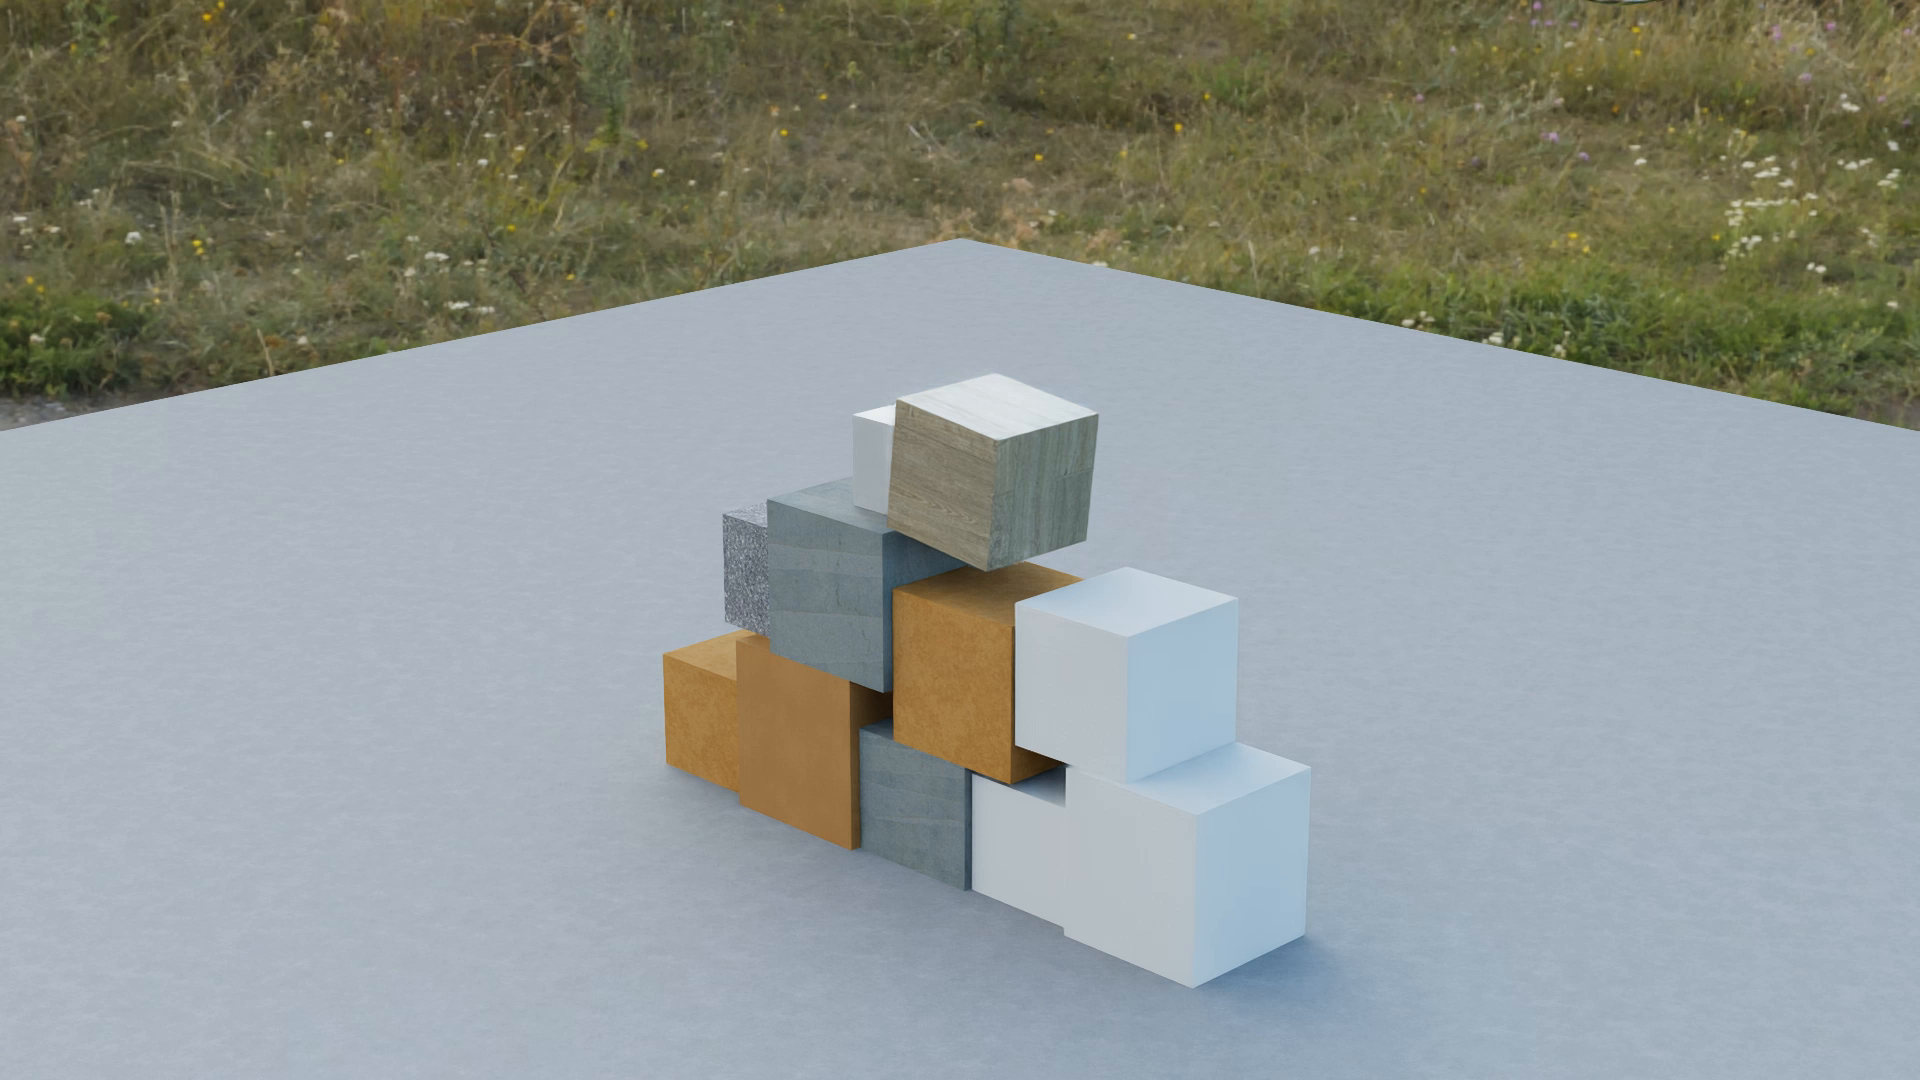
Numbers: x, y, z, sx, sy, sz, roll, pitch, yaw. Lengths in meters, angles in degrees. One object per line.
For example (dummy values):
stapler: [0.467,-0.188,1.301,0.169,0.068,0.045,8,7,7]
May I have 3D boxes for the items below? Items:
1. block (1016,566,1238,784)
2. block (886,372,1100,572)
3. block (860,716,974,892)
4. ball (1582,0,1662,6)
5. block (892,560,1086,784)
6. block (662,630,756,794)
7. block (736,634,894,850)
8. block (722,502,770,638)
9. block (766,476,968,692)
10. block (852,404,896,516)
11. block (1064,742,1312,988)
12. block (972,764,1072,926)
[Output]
block: [0.725,0.576,12.786,0.720,0.658,0.652,-17,23,-42]
block: [0.143,-0.313,13.079,0.640,0.610,0.635,-17,30,-42]
block: [0.034,1.154,13.668,0.725,0.603,0.688,-17,24,-42]
ball: [3.645,-3.723,15.992,1.600,1.600,1.600,0,17,0]
block: [0.211,0.571,13.292,0.713,0.734,0.745,-17,24,-42]
block: [-1.012,0.844,14.681,0.666,0.586,0.658,-17,24,-42]
block: [-0.503,0.880,14.133,0.810,0.846,0.796,-17,24,-42]
block: [-0.786,0.130,14.191,0.533,0.551,0.474,-17,24,-42]
block: [-0.323,0.162,13.746,0.847,0.756,0.776,-17,24,-42]
block: [-0.227,-0.372,13.465,0.396,0.431,0.349,-17,24,-42]
block: [0.983,1.354,12.723,0.753,0.788,0.740,-17,24,-42]
block: [0.499,1.314,13.224,0.639,0.564,0.617,-17,24,-42]
